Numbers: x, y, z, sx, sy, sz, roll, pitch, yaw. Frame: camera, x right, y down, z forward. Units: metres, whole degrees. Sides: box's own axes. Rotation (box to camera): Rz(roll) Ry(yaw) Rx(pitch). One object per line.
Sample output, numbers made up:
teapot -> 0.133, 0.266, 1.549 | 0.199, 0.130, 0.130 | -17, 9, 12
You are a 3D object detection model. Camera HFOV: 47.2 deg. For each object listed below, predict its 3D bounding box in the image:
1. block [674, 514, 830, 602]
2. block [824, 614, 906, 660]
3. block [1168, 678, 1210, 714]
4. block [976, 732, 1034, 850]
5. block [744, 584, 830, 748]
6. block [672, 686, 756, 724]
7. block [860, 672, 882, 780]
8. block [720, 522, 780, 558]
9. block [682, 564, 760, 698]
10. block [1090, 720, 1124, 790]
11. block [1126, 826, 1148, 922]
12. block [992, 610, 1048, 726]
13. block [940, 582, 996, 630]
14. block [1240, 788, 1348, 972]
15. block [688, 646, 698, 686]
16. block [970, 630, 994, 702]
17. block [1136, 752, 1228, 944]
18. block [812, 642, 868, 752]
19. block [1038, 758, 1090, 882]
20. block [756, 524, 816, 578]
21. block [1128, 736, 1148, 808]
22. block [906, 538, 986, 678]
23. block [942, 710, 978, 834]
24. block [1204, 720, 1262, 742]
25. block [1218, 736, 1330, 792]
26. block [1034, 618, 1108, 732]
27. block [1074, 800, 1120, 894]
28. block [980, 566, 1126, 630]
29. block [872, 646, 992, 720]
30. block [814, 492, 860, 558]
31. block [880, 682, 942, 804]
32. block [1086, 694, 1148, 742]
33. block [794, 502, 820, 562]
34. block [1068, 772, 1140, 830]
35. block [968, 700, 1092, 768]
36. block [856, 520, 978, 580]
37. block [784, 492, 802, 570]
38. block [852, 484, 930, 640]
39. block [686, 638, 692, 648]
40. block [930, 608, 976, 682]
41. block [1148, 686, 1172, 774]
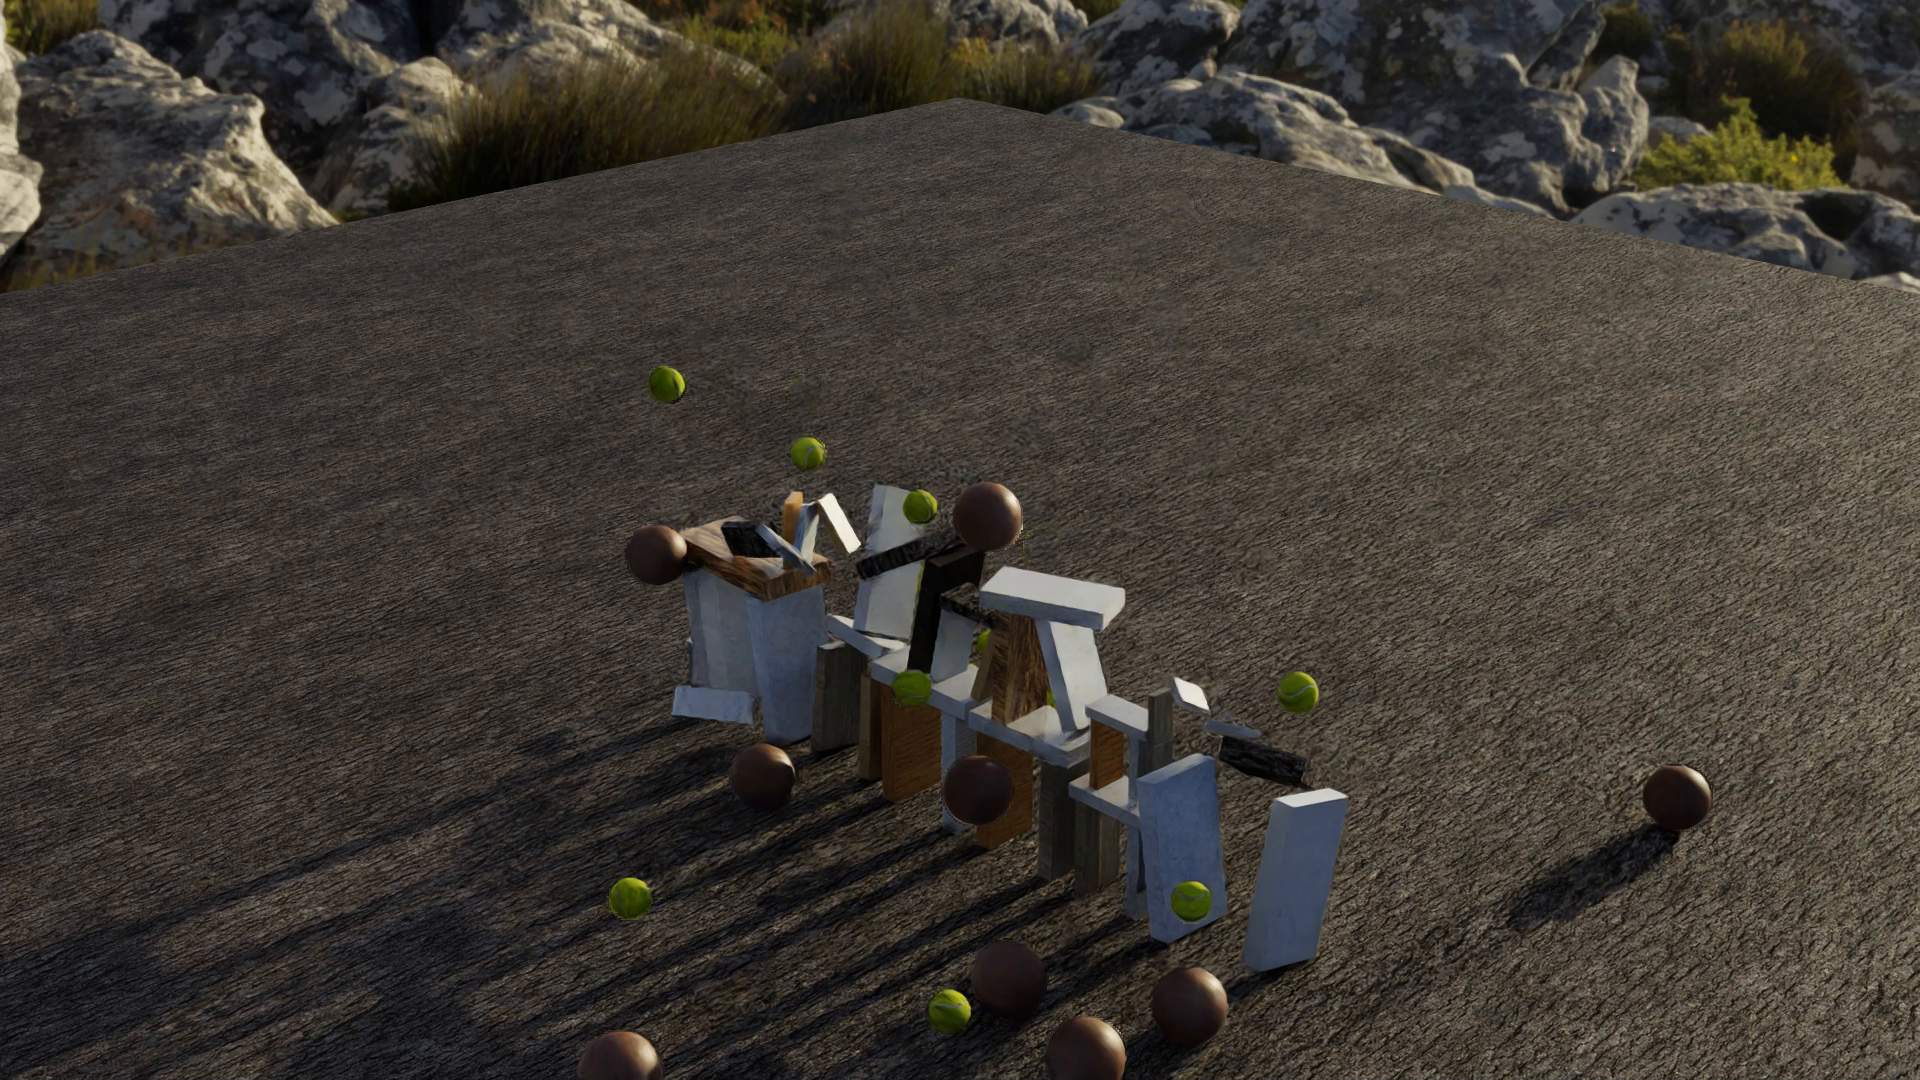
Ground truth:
block -> -0.451, 0.036, 4.743 | 0.168, 0.048, 0.337 | -19, 29, -37
block -> -0.180, 0.213, 4.599 | 0.113, 0.032, 0.226 | 15, 7, -37
block -> 0.414, 0.281, 3.980 | 0.099, 0.014, 0.050 | 22, 41, -51
block -> 0.089, 0.473, 4.325 | 0.035, 0.248, 0.124 | 20, 29, 40
block -> -0.358, 0.258, 4.717 | 0.168, 0.337, 0.048 | -21, 21, -39
block -> -0.521, 0.347, 4.645 | 0.018, 0.064, 0.255 | 15, -9, -43
block -> -0.154, 0.376, 4.572 | 0.113, 0.226, 0.032 | -14, 23, -40
block -> -0.437, -0.001, 4.628 | 0.147, 0.073, 0.021 | 1, 32, 43
block -> -0.512, 0.198, 4.859 | 0.168, 0.337, 0.048 | -21, 23, -40
block -> 0.274, 0.388, 4.096 | 0.071, 0.142, 0.020 | -21, 31, -41
block -> 0.353, 0.602, 4.092 | 0.097, 0.194, 0.028 | -21, 30, -41
block -> 0.118, 0.220, 4.198 | 0.035, 0.244, 0.122 | 21, 29, 38
block -> 0.048, 0.130, 4.236 | 0.165, 0.023, 0.082 | 23, 32, 38
block -> 0.594, 0.603, 3.905 | 0.156, 0.312, 0.044 | -3, 18, -43
block -> -0.592, 0.278, 4.985 | 0.013, 0.094, 0.047 | 21, 31, 41
block -> 0.075, 0.232, 4.241 | 0.082, 0.165, 0.023 | -22, 50, -42
block -> 0.408, 0.564, 4.029 | 0.156, 0.312, 0.044 | -18, 19, -36
block -> -0.256, 0.329, 4.676 | 0.113, 0.226, 0.032 | -9, 20, -41
block -> 0.207, 0.518, 4.217 | 0.035, 0.248, 0.124 | 21, 29, 40
block -> -0.355, 0.022, 4.493 | 0.021, 0.147, 0.073 | -45, 54, 3
block -> 0.341, 0.414, 4.034 | 0.071, 0.142, 0.020 | -21, 31, -41
block -> -0.027, 0.135, 4.332 | 0.037, 0.263, 0.131 | 33, 38, 33
block -> 0.025, 0.442, 4.382 | 0.132, 0.264, 0.037 | -21, 31, -41
block -> 0.496, 0.348, 4.012 | 0.099, 0.014, 0.050 | 13, -14, 3
block -> 0.595, 0.426, 4.145 | 0.156, 0.044, 0.312 | 14, -7, 19
block -> 0.214, 0.232, 4.178 | 0.035, 0.244, 0.122 | -13, 2, 40
block -> 0.261, 0.567, 4.176 | 0.097, 0.194, 0.028 | -21, 31, -41
block -> 0.172, 0.108, 4.105 | 0.244, 0.035, 0.122 | 10, 25, 21
block -> -0.038, 0.279, 4.381 | 0.264, 0.037, 0.132 | 21, 31, 40
block -> -0.258, -0.032, 4.610 | 0.018, 0.129, 0.064 | -26, 7, 26
block -> -0.099, 0.393, 4.496 | 0.132, 0.264, 0.037 | -21, 31, -41
block -> 0.307, 0.326, 4.034 | 0.071, 0.020, 0.142 | -21, 31, -40
block -> -0.323, -0.013, 4.615 | 0.018, 0.129, 0.064 | 14, 10, 20
block -> 0.306, 0.482, 4.092 | 0.097, 0.028, 0.194 | -21, 31, -40
block -> 0.150, 0.362, 4.222 | 0.248, 0.035, 0.124 | 19, 28, 38
block -> -0.087, 0.020, 4.370 | 0.131, 0.037, 0.263 | -22, 1, -32
block -> -0.352, -0.020, 4.624 | 0.021, 0.147, 0.073 | 6, 22, 9
block -> -0.142, 0.046, 4.605 | 0.037, 0.306, 0.131 | 4, -7, 44
block -> -0.570, 0.238, 4.944 | 0.094, 0.013, 0.047 | 21, 31, 41
block -> -0.011, 0.196, 4.316 | 0.082, 0.165, 0.023 | -22, 43, -41
block -> 0.364, 0.381, 3.994 | 0.049, 0.234, 0.014 | -20, 28, -38
